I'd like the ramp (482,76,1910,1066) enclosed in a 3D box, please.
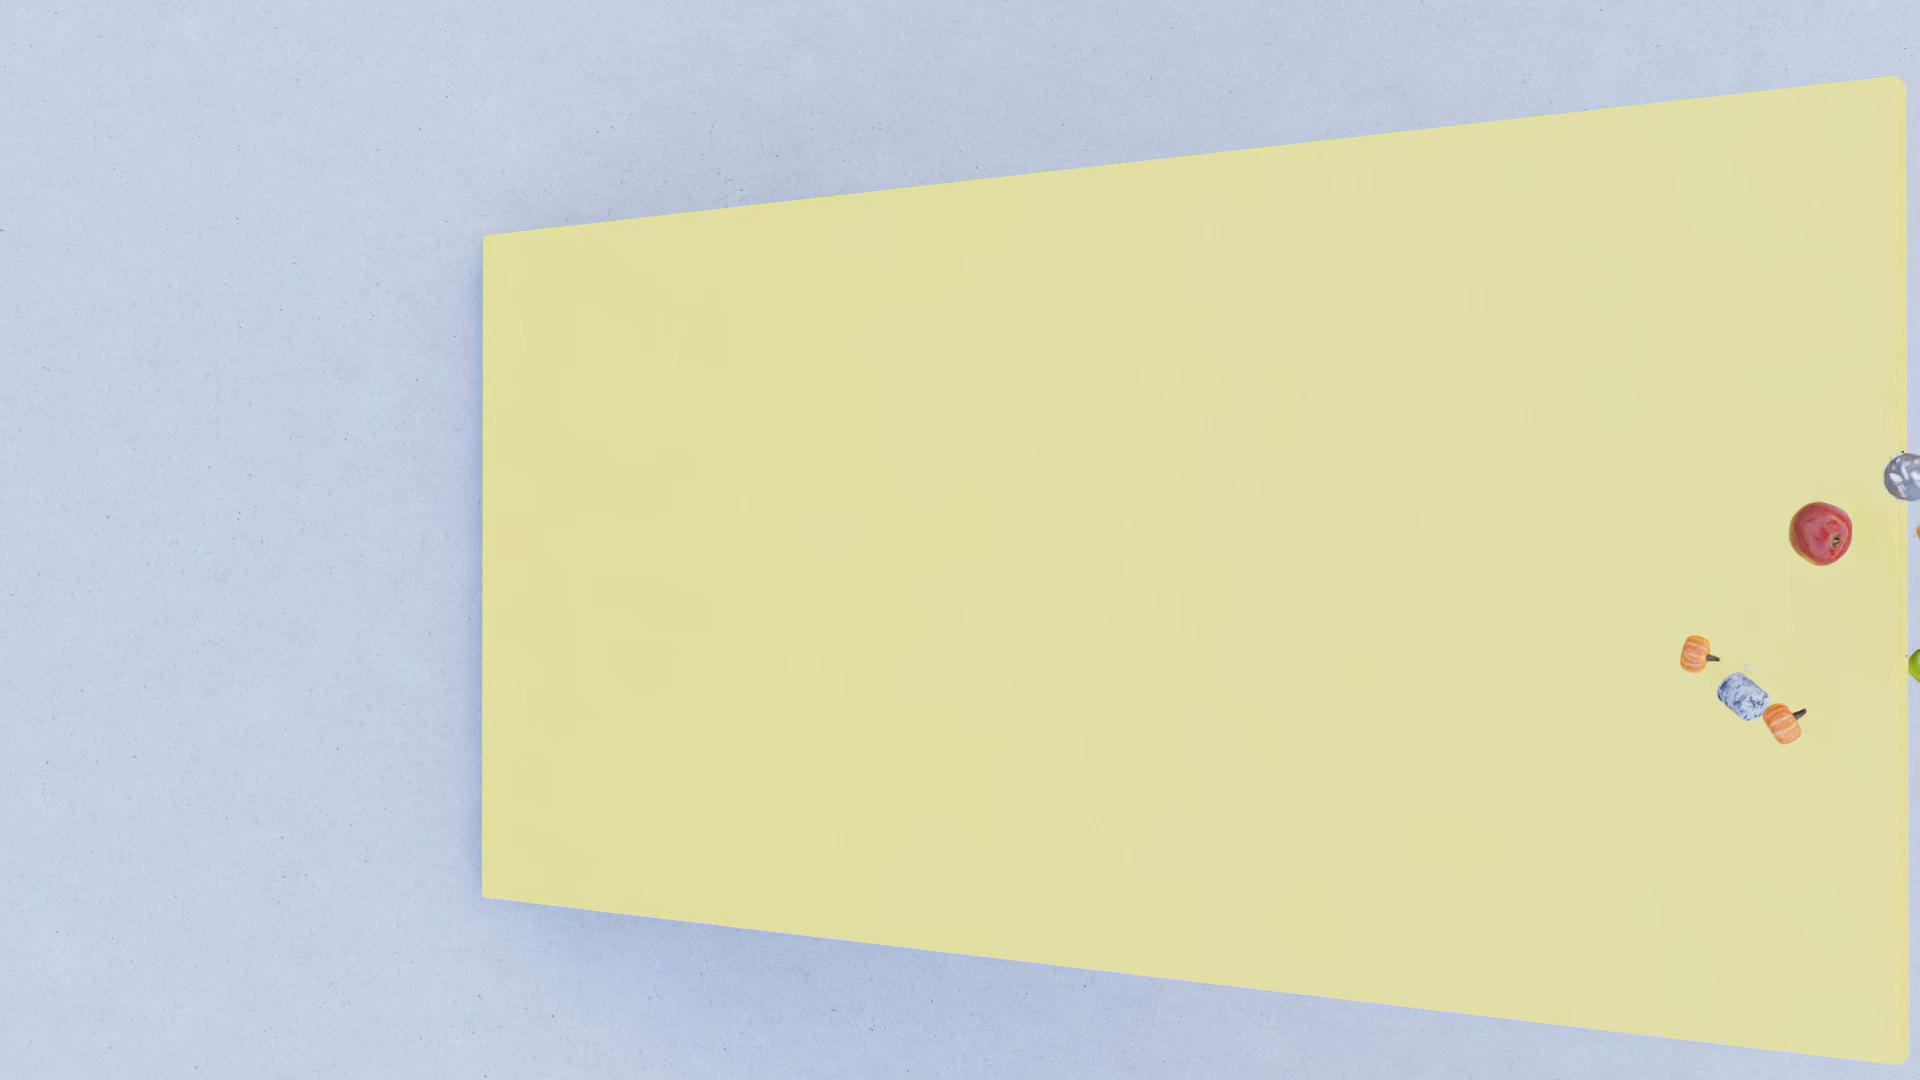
[{"bbox_3d":[0.254,0.070,5.587,4.000,0.100,2.000,0,89,33],"label":"ramp"}]

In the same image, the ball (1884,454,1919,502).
[{"bbox_3d":[1.647,-0.109,3.815,0.083,0.083,0.083,0,90,0],"label":"ball"}]

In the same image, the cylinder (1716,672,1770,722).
[{"bbox_3d":[1.431,0.286,4.019,0.065,0.065,0.065,-11,122,-18],"label":"cylinder"}]
